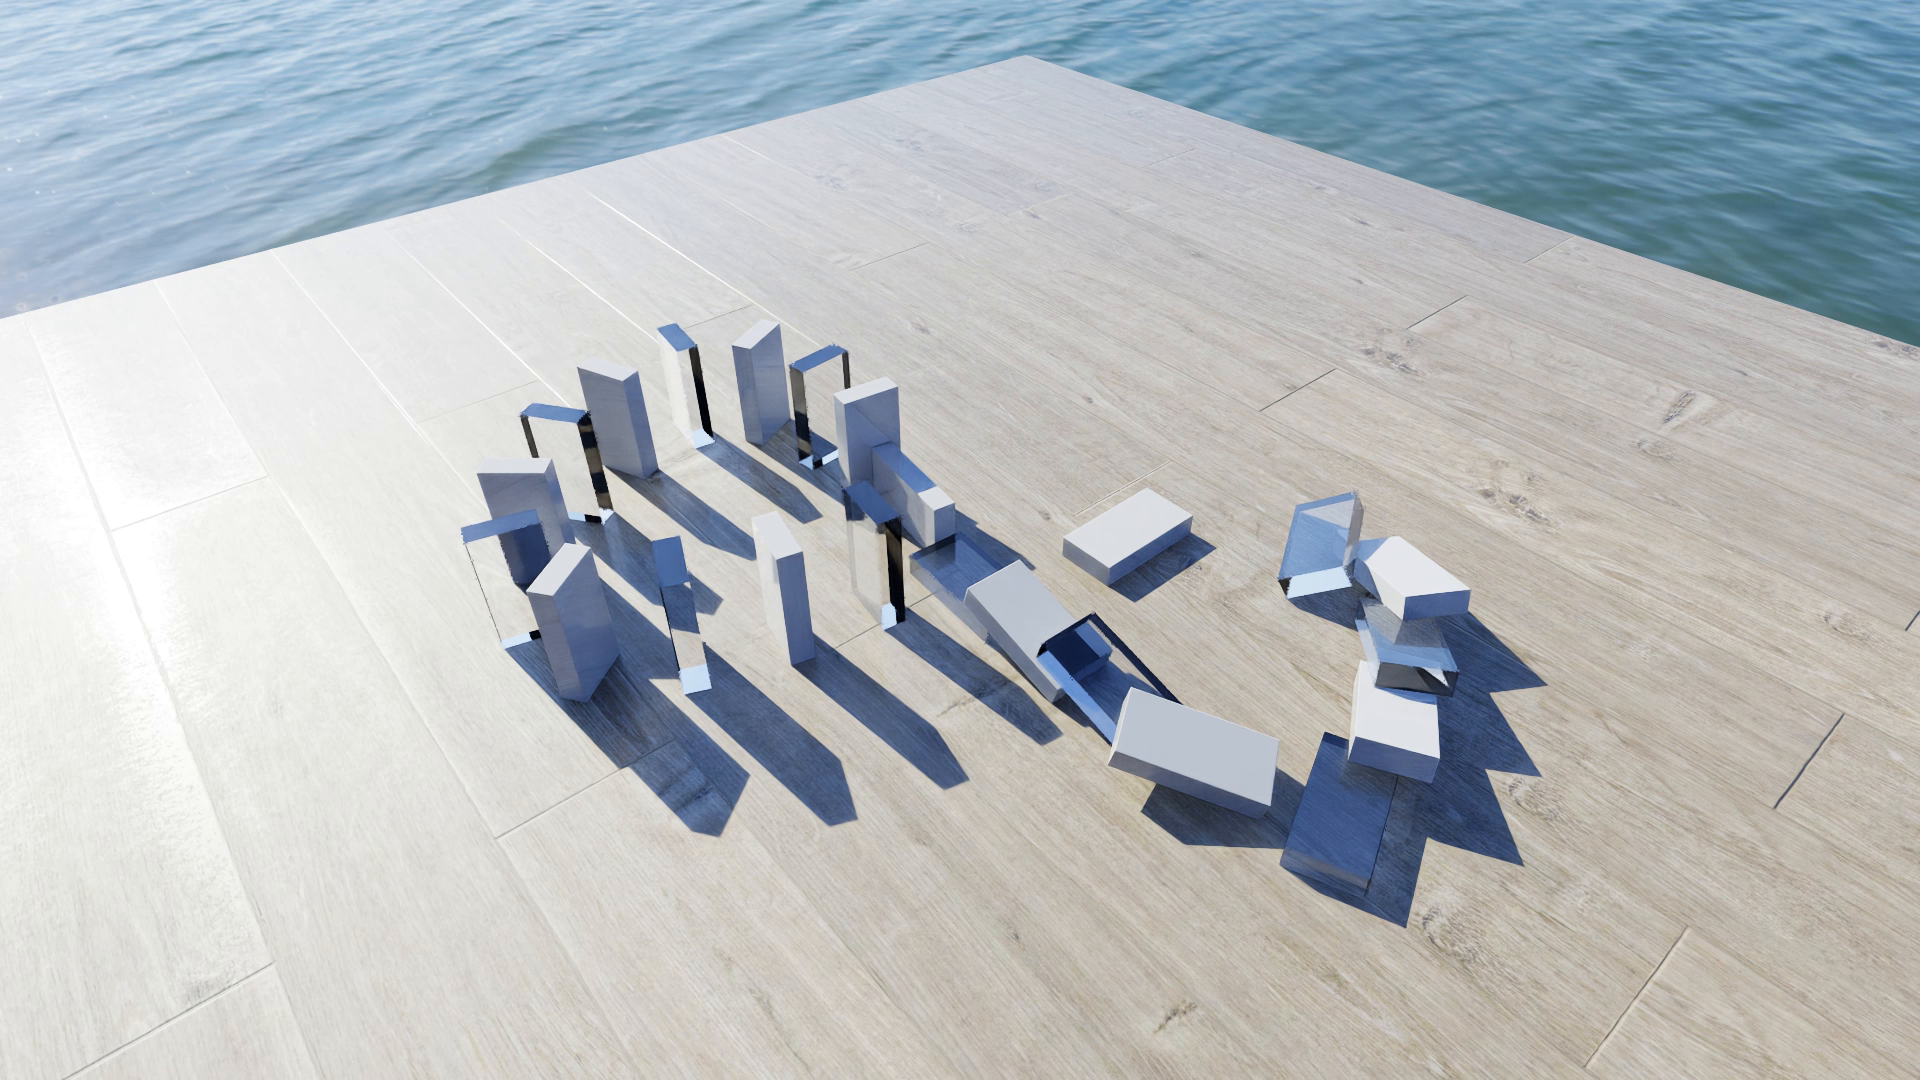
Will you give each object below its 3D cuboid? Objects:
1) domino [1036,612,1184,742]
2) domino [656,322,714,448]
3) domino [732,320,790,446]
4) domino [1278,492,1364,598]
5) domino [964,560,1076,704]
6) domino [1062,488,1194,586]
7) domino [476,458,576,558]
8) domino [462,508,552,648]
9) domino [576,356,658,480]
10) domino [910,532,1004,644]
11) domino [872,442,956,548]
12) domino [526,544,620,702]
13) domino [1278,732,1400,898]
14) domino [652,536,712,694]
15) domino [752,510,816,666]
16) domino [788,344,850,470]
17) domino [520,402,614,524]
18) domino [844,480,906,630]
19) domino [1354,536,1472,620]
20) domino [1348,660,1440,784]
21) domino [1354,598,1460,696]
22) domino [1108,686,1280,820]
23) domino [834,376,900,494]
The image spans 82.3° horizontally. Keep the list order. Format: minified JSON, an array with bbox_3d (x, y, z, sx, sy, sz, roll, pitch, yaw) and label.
[{"bbox_3d":[0.052,0.050,0.373,0.025,0.010,0.050,-28,62,-29],"label":"domino"},{"bbox_3d":[-0.124,-0.069,0.496,0.010,0.050,0.025,-23,44,-25],"label":"domino"},{"bbox_3d":[-0.089,-0.071,0.498,0.009,0.050,0.025,15,42,17],"label":"domino"},{"bbox_3d":[0.142,0.001,0.432,0.025,0.010,0.050,-15,28,35],"label":"domino"},{"bbox_3d":[0.027,0.032,0.394,0.025,0.010,0.050,-27,62,-29],"label":"domino"},{"bbox_3d":[0.068,-0.002,0.446,0.050,0.010,0.025,-29,47,-31],"label":"domino"},{"bbox_3d":[-0.164,-0.008,0.421,0.025,0.050,0.009,0,39,0],"label":"domino"},{"bbox_3d":[-0.158,0.014,0.394,0.025,0.050,0.009,-17,42,-20],"label":"domino"},{"bbox_3d":[-0.147,-0.052,0.475,0.025,0.050,0.009,18,43,21],"label":"domino"},{"bbox_3d":[0.005,0.017,0.422,0.025,0.010,0.050,-25,46,-27],"label":"domino"},{"bbox_3d":[-0.019,-0.017,0.452,0.009,0.025,0.050,-22,44,-25],"label":"domino"},{"bbox_3d":[-0.131,0.029,0.376,0.009,0.050,0.025,9,40,10],"label":"domino"},{"bbox_3d":[0.119,0.084,0.341,0.025,0.009,0.050,18,43,21],"label":"domino"},{"bbox_3d":[-0.096,0.026,0.379,0.009,0.050,0.025,-11,41,-14],"label":"domino"},{"bbox_3d":[-0.062,0.017,0.390,0.010,0.050,0.025,-18,43,-21],"label":"domino"},{"bbox_3d":[-0.060,-0.058,0.482,0.010,0.050,0.025,31,49,33],"label":"domino"},{"bbox_3d":[-0.160,-0.031,0.449,0.025,0.050,0.009,9,40,11],"label":"domino"},{"bbox_3d":[-0.031,0.006,0.404,0.009,0.050,0.025,-22,44,-24],"label":"domino"},{"bbox_3d":[0.167,0.014,0.416,0.025,0.010,0.050,-6,23,-7],"label":"domino"},{"bbox_3d":[0.143,0.059,0.362,0.025,0.009,0.050,14,27,16],"label":"domino"},{"bbox_3d":[0.156,0.037,0.388,0.025,0.009,0.050,7,24,9],"label":"domino"},{"bbox_3d":[0.075,0.068,0.350,0.050,0.010,0.025,19,50,5],"label":"domino"},{"bbox_3d":[-0.038,-0.042,0.462,0.025,0.050,0.009,-22,44,-25],"label":"domino"}]
